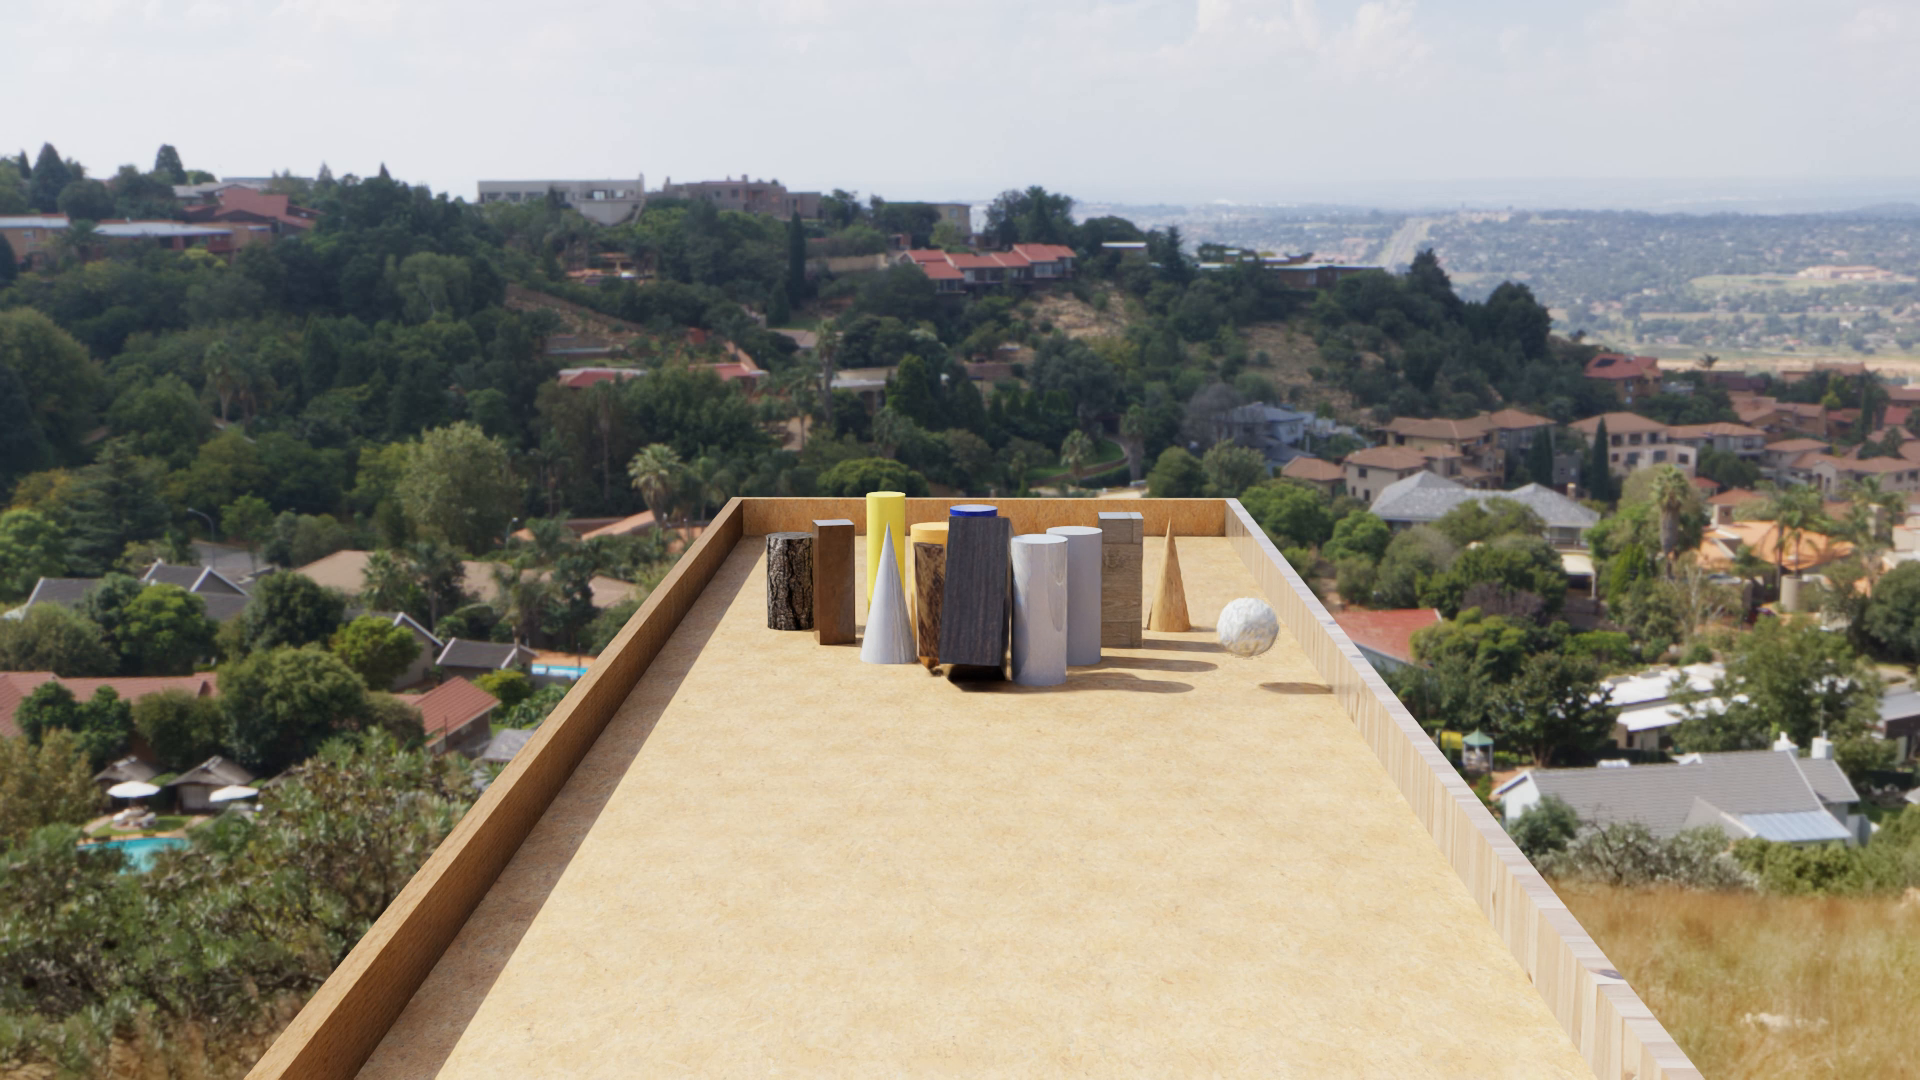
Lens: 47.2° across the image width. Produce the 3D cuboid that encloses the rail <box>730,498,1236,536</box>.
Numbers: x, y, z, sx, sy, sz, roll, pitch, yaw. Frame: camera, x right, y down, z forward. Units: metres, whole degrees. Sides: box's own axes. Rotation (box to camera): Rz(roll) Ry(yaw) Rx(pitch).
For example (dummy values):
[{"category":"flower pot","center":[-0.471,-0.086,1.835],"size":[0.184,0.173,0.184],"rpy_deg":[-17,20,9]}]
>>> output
[{"category":"rail","center":[0.099,-0.098,9.147],"size":[2.100,0.150,0.050],"rpy_deg":[0,9,1]}]

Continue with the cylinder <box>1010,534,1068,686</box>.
[{"category":"cylinder","center":[0.230,0.203,6.396],"size":[0.164,0.417,0.164],"rpy_deg":[0,9,0]}]

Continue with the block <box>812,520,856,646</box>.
[{"category":"block","center":[-0.398,0.133,6.957],"size":[0.115,0.381,0.115],"rpy_deg":[-2,9,-13]}]

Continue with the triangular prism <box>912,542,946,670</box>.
[{"category":"triangular prism","center":[-0.096,0.200,6.619],"size":[0.096,0.388,0.083],"rpy_deg":[4,-30,-13]}]

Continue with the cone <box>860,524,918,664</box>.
[{"category":"cone","center":[-0.217,0.151,6.694],"size":[0.180,0.427,0.180],"rpy_deg":[0,9,0]}]

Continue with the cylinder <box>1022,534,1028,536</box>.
[{"category":"cylinder","center":[0.243,0.155,6.963],"size":[0.118,0.335,0.118],"rpy_deg":[0,9,0]}]

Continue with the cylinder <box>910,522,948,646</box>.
[{"category":"cylinder","center":[-0.074,0.140,6.945],"size":[0.163,0.370,0.163],"rpy_deg":[0,9,0]}]

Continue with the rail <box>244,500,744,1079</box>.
[{"category":"rail","center":[-1.004,0.839,3.234],"size":[0.050,0.150,12.000],"rpy_deg":[0,9,1]}]

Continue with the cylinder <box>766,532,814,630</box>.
[{"category":"cylinder","center":[-0.554,0.134,7.200],"size":[0.157,0.302,0.157],"rpy_deg":[0,9,0]}]

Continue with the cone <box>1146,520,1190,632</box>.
[{"category":"cone","center":[0.682,0.105,7.162],"size":[0.145,0.370,0.145],"rpy_deg":[0,9,0]}]

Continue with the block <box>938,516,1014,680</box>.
[{"category":"block","center":[0.052,0.170,6.414],"size":[0.176,0.442,0.176],"rpy_deg":[2,-17,8]}]

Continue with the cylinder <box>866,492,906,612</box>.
[{"category":"cylinder","center":[-0.241,0.068,7.185],"size":[0.125,0.437,0.125],"rpy_deg":[0,9,0]}]

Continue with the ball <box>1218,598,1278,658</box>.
[{"category":"ball","center":[0.829,0.251,6.335],"size":[0.174,0.174,0.174],"rpy_deg":[0,9,0]}]

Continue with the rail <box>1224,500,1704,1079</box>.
[{"category":"rail","center":[1.046,0.843,3.208],"size":[0.050,0.150,12.000],"rpy_deg":[0,9,1]}]

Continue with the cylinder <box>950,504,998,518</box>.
[{"category":"cylinder","center":[0.045,0.090,7.184],"size":[0.155,0.393,0.155],"rpy_deg":[0,9,0]}]

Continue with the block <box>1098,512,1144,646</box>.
[{"category":"block","center":[0.503,0.124,6.929],"size":[0.133,0.407,0.133],"rpy_deg":[0,9,0]}]

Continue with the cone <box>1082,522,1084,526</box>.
[{"category":"cone","center":[0.402,0.109,7.208],"size":[0.151,0.348,0.151],"rpy_deg":[0,9,0]}]

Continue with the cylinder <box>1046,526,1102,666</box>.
[{"category":"cylinder","center":[0.345,0.168,6.673],"size":[0.168,0.399,0.168],"rpy_deg":[0,9,0]}]
